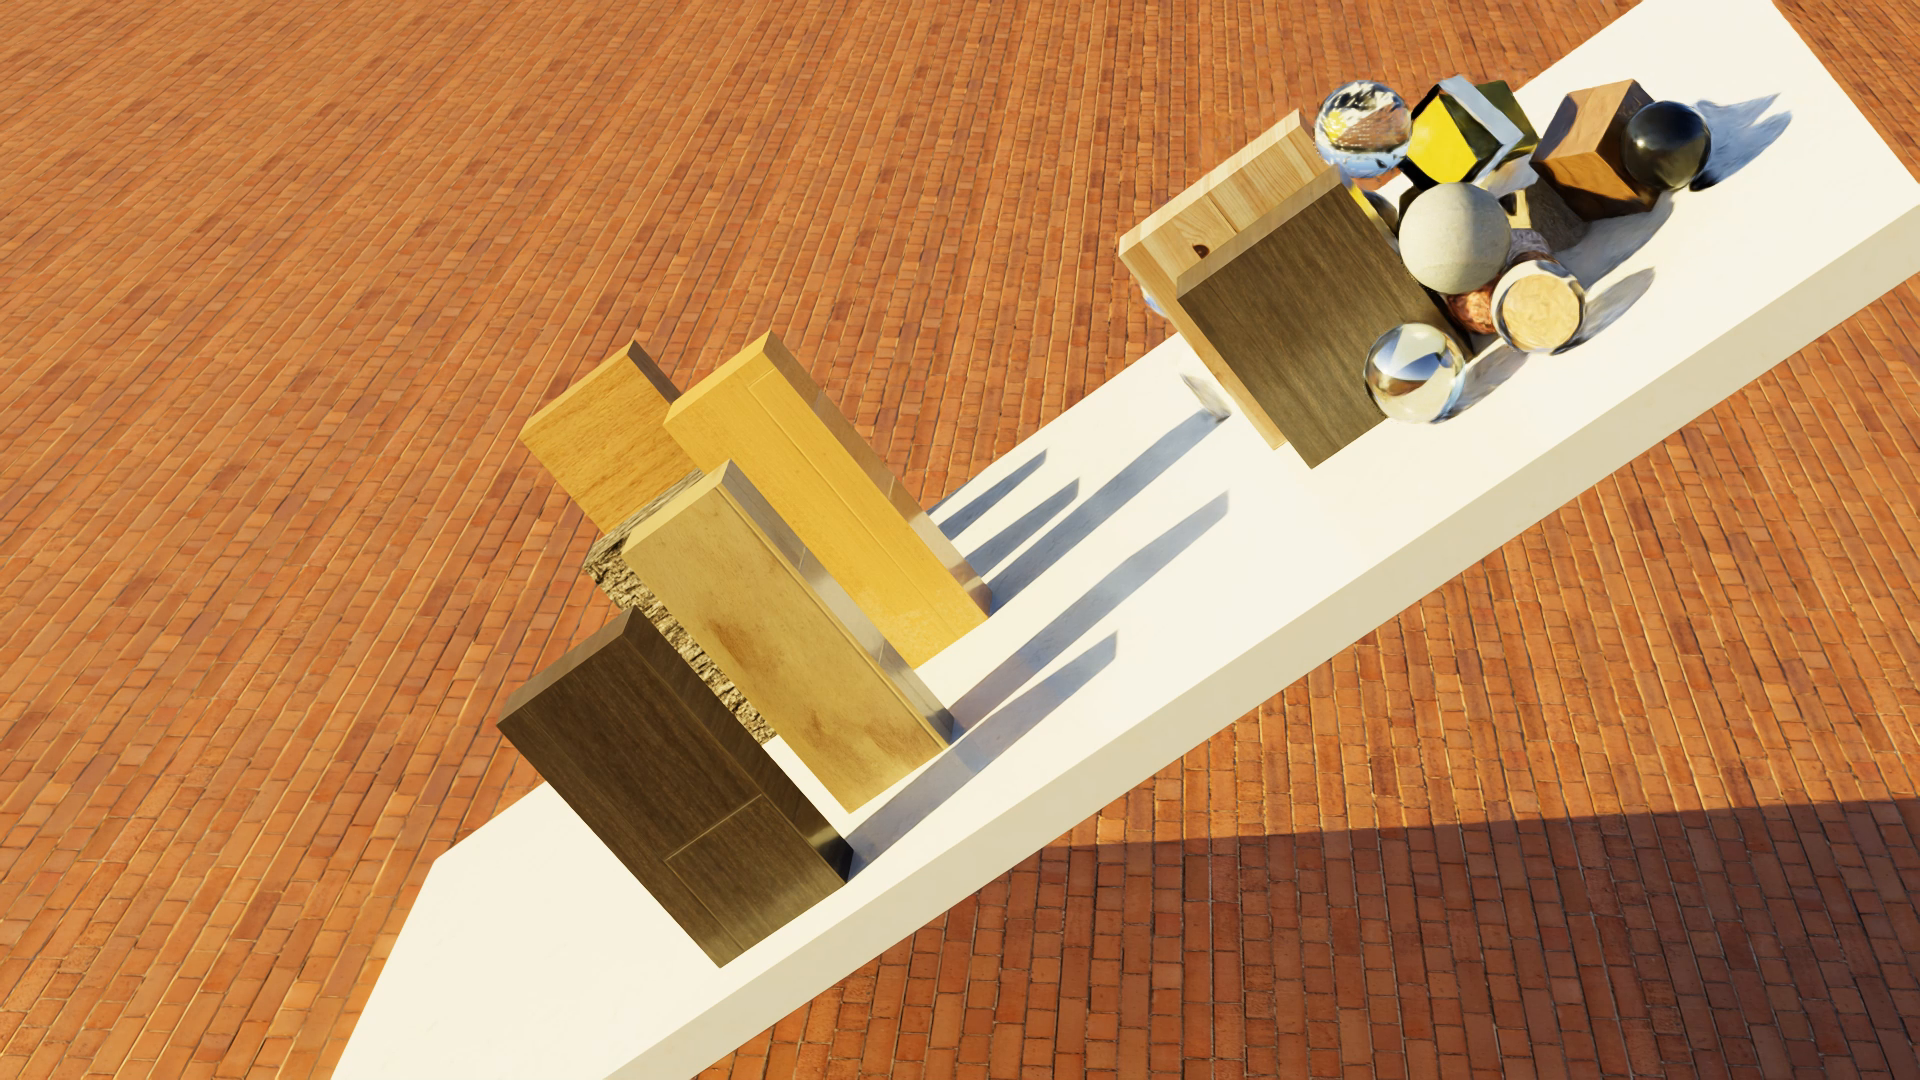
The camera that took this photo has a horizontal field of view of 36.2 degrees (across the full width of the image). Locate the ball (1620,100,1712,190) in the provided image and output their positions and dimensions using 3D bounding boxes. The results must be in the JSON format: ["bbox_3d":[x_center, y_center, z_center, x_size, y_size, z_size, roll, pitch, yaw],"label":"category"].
[{"bbox_3d":[1.323,-0.740,5.513,0.168,0.168,0.168,0,23,0],"label":"ball"}]

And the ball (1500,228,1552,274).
[{"bbox_3d":[1.082,-0.542,5.686,0.122,0.122,0.122,0,23,0],"label":"ball"}]

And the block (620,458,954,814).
[{"bbox_3d":[-0.337,0.196,5.853,0.259,0.709,0.128,-35,16,17],"label":"block"}]

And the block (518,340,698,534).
[{"bbox_3d":[-0.689,-0.079,7.270,0.353,0.792,0.111,-35,16,17],"label":"block"}]

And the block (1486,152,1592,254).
[{"bbox_3d":[1.146,-0.663,5.809,0.154,0.154,0.154,-20,25,47],"label":"block"}]

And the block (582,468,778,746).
[{"bbox_3d":[-0.511,0.148,6.627,0.370,0.581,0.129,-35,16,17],"label":"block"}]

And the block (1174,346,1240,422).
[{"bbox_3d":[0.589,-0.380,6.335,0.151,0.151,0.151,-25,22,44],"label":"block"}]

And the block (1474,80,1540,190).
[{"bbox_3d":[1.078,-0.837,6.167,0.165,0.165,0.165,-17,70,-31],"label":"block"}]

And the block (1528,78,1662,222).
[{"bbox_3d":[1.251,-0.750,5.673,0.180,0.180,0.180,-3,52,57],"label":"block"}]

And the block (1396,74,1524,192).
[{"bbox_3d":[0.967,-0.782,5.779,0.176,0.176,0.176,45,27,8],"label":"block"}]

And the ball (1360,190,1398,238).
[{"bbox_3d":[0.857,-0.653,6.356,0.209,0.209,0.209,0,23,0],"label":"ball"}]

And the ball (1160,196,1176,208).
[{"bbox_3d":[0.466,-0.637,6.036,0.141,0.141,0.141,0,23,0],"label":"ball"}]

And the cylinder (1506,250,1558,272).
[{"bbox_3d":[1.073,-0.471,5.544,0.108,0.108,0.108,11,43,24],"label":"cylinder"}]

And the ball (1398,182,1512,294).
[{"bbox_3d":[0.931,-0.568,5.530,0.209,0.209,0.209,0,23,0],"label":"ball"}]

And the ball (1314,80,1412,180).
[{"bbox_3d":[0.777,-0.790,5.665,0.189,0.189,0.189,0,23,0],"label":"ball"}]

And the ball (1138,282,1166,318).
[{"bbox_3d":[0.471,-0.558,6.287,0.178,0.178,0.178,0,23,0],"label":"ball"}]

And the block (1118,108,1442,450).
[{"bbox_3d":[0.651,-0.516,5.880,0.440,0.517,0.124,-35,16,17],"label":"block"}]

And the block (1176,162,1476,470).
[{"bbox_3d":[0.703,-0.430,5.673,0.384,0.437,0.138,-35,16,17],"label":"block"}]

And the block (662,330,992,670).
[{"bbox_3d":[-0.278,-0.063,6.328,0.276,0.764,0.139,-35,16,17],"label":"block"}]

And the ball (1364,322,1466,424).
[{"bbox_3d":[0.847,-0.311,5.477,0.188,0.188,0.188,0,23,0],"label":"ball"}]

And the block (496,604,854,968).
[{"bbox_3d":[-0.542,0.478,5.647,0.321,0.659,0.134,-35,16,17],"label":"block"}]

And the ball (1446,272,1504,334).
[{"bbox_3d":[0.999,-0.459,5.641,0.130,0.130,0.130,0,23,0],"label":"ball"}]

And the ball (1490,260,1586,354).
[{"bbox_3d":[1.050,-0.423,5.346,0.172,0.172,0.172,0,23,0],"label":"ball"}]

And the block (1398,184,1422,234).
[{"bbox_3d":[0.986,-0.673,6.093,0.112,0.112,0.112,17,-27,-20],"label":"block"}]

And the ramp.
[{"bbox_3d":[0.124,0.182,6.332,4.000,0.100,2.000,-35,16,17],"label":"ramp"}]
